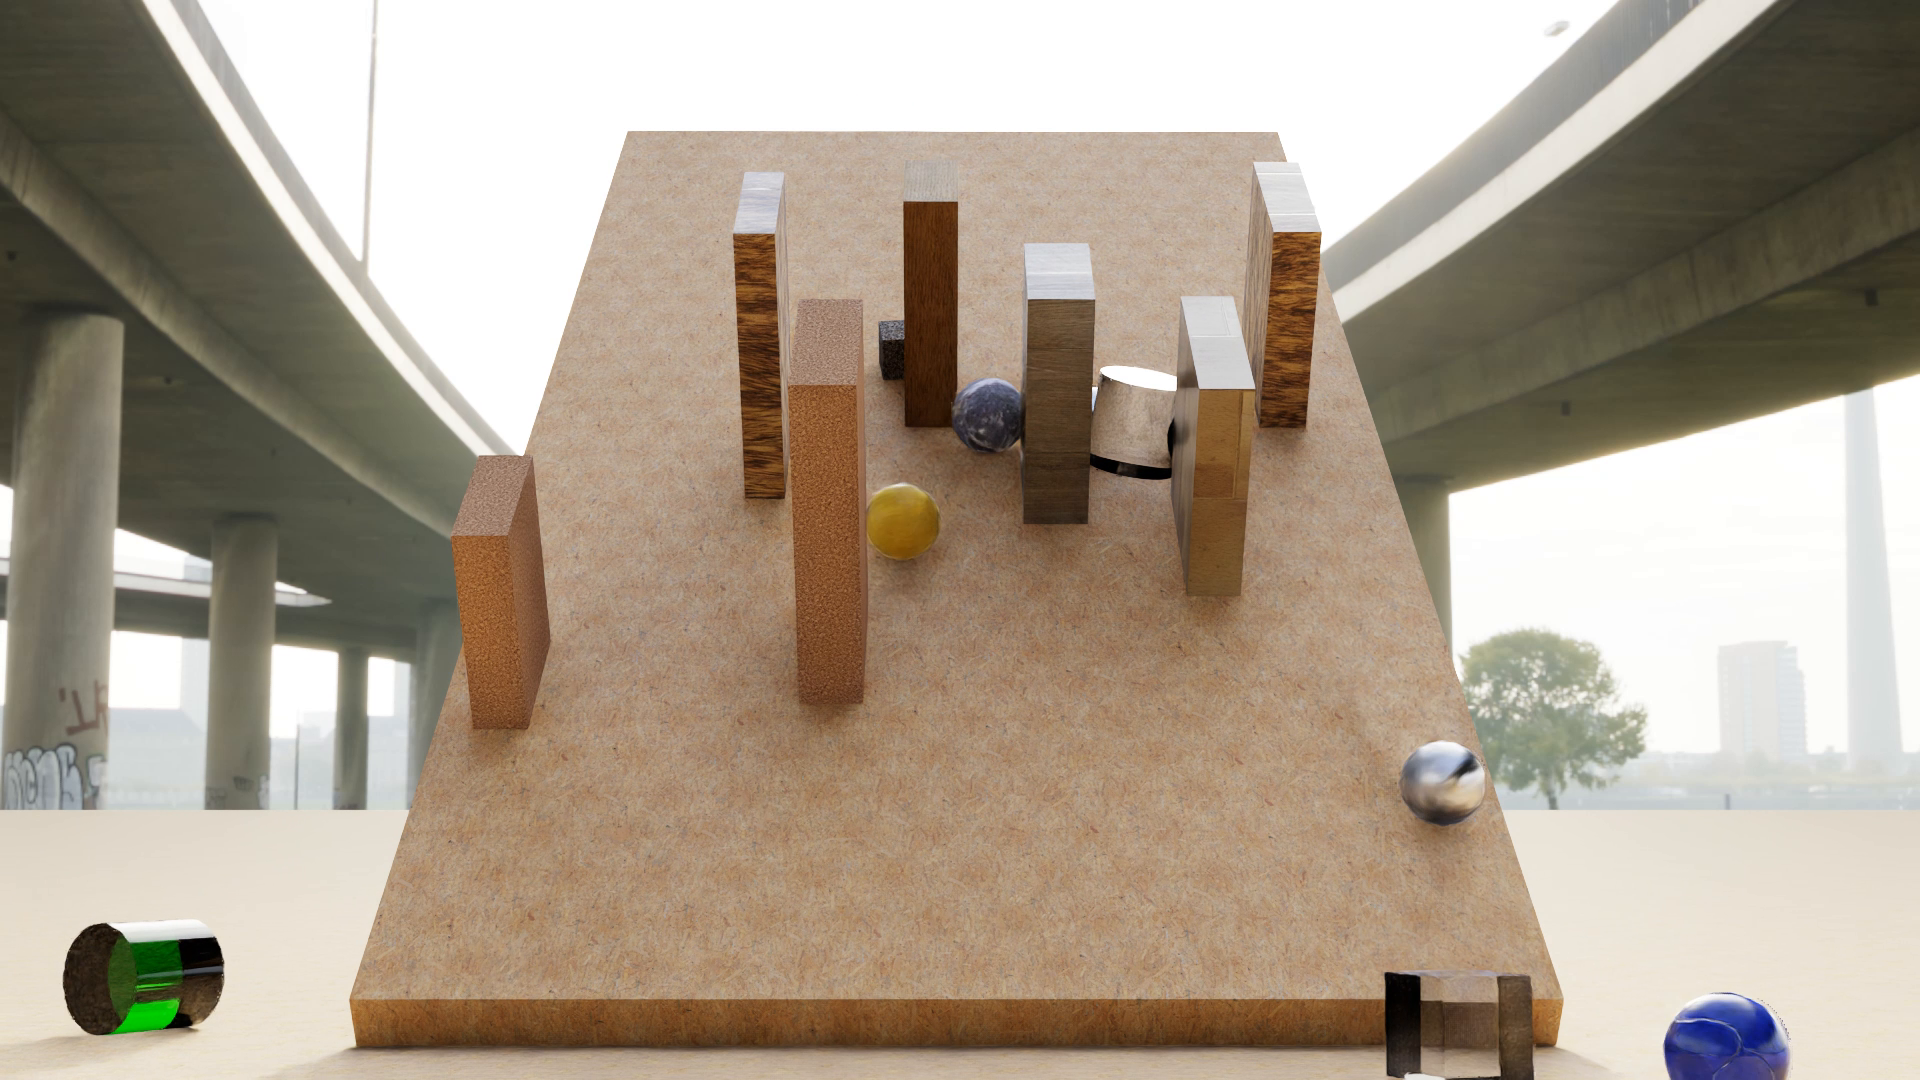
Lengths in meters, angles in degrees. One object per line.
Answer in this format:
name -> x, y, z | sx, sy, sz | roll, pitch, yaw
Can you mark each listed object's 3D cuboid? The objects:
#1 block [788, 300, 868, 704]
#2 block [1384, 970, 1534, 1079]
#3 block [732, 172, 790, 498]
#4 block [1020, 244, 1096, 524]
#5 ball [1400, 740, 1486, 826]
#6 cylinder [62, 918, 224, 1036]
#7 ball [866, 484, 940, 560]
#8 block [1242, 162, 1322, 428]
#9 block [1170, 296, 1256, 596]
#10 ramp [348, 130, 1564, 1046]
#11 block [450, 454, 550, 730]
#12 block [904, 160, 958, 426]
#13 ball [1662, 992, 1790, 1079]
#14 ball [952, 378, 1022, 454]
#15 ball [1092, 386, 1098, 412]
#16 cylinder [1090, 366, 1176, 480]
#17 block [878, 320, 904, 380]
block -> -0.251, -0.074, 4.713 | 0.124, 0.695, 0.372 | 0, 30, 0
block -> 0.730, 0.712, 3.543 | 0.152, 0.152, 0.152 | 3, -7, -23
block -> -0.438, -0.458, 5.425 | 0.088, 0.641, 0.353 | 0, 30, 0
block -> 0.211, -0.344, 5.329 | 0.142, 0.544, 0.294 | 0, 30, 0
ball -> 0.873, 0.440, 4.376 | 0.153, 0.153, 0.153 | 0, -6, 0
cylinder -> -1.445, 0.773, 4.288 | 0.193, 0.193, 0.193 | -4, -7, 31
ball -> -0.123, -0.040, 5.182 | 0.164, 0.164, 0.164 | 0, -6, 0
block -> 0.765, -0.591, 5.798 | 0.110, 0.502, 0.430 | 0, 30, 0
block -> 0.533, -0.204, 5.148 | 0.112, 0.486, 0.445 | 0, 30, 0
ramp -> -0.013, -0.208, 5.734 | 2.000, 0.100, 4.000 | 0, 30, 0
block -> -0.882, 0.099, 4.674 | 0.104, 0.431, 0.312 | 0, 30, 0
block -> -0.068, -0.579, 5.704 | 0.124, 0.573, 0.254 | 0, 30, 0
ball -> 0.991, 0.664, 3.127 | 0.157, 0.157, 0.157 | 0, -6, 0
ball -> 0.069, -0.288, 5.598 | 0.176, 0.176, 0.176 | 0, -6, 0
ball -> 0.314, -0.281, 5.614 | 0.149, 0.149, 0.149 | 0, -6, 0
cylinder -> 0.400, -0.265, 5.454 | 0.207, 0.207, 0.207 | 9, 16, -3
block -> -0.141, -0.470, 5.976 | 0.109, 0.109, 0.109 | -4, 30, -6
